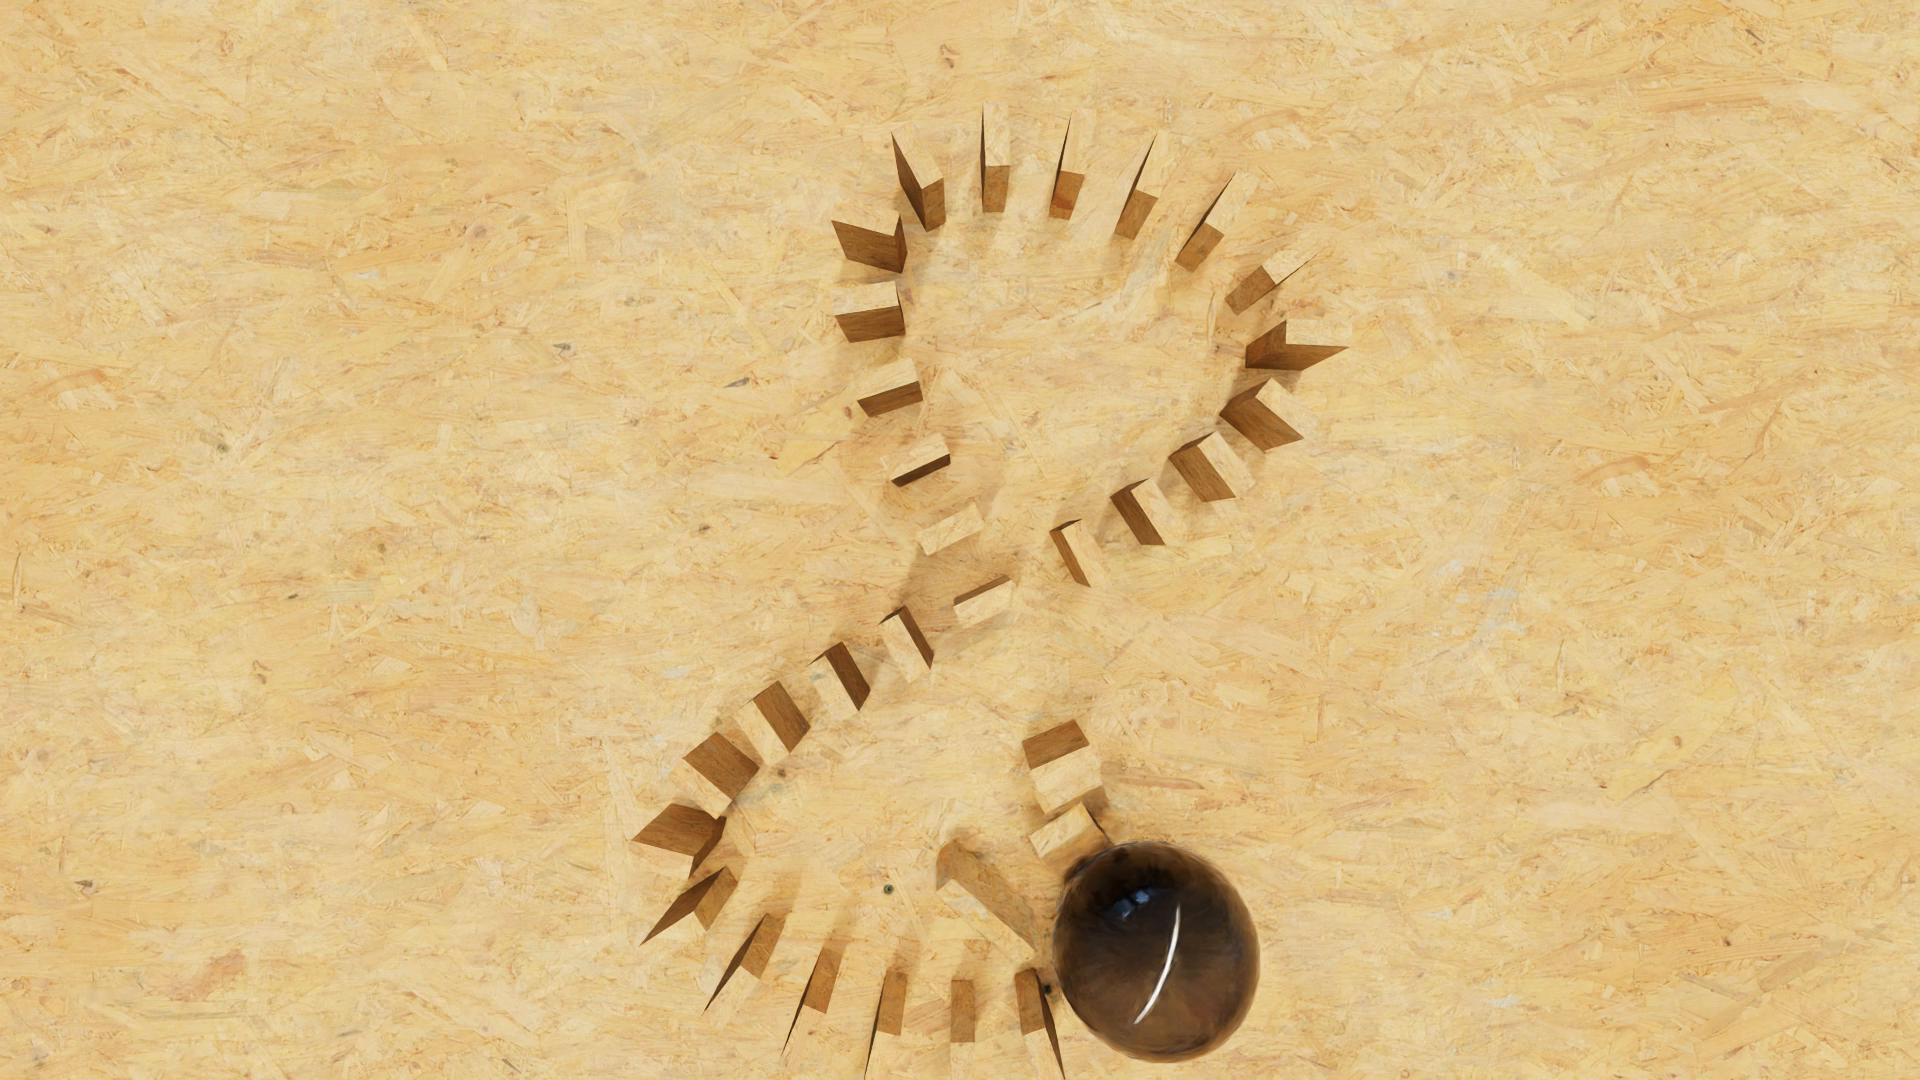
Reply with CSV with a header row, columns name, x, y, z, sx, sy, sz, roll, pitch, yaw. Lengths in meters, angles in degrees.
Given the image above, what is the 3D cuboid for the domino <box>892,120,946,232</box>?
name,x,y,z,sx,sy,sz,roll,pitch,yaw
domino,-0.016,-0.147,0.375,0.010,0.050,0.025,-28,90,0

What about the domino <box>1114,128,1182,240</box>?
name,x,y,z,sx,sy,sz,roll,pitch,yaw
domino,0.076,-0.144,0.375,0.009,0.050,0.025,21,90,0

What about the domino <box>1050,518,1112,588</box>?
name,x,y,z,sx,sy,sz,roll,pitch,yaw
domino,0.049,0.005,0.375,0.009,0.050,0.025,-28,90,0

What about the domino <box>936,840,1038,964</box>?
name,x,y,z,sx,sy,sz,roll,pitch,yaw
domino,0.011,0.150,0.381,0.010,0.025,0.050,-42,104,14

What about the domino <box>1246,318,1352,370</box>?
name,x,y,z,sx,sy,sz,roll,pitch,yaw
domino,0.137,-0.079,0.375,0.025,0.050,0.009,3,90,0

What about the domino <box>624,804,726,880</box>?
name,x,y,z,sx,sy,sz,roll,pitch,yaw
domino,-0.115,0.123,0.375,0.025,0.050,0.010,15,90,0

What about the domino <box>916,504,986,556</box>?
name,x,y,z,sx,sy,sz,roll,pitch,yaw
domino,-0.003,-0.004,0.375,0.025,0.050,0.010,-27,90,0

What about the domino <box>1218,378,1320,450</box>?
name,x,y,z,sx,sy,sz,roll,pitch,yaw
domino,0.125,-0.050,0.375,0.025,0.050,0.010,40,90,0

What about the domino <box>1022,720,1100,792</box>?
name,x,y,z,sx,sy,sz,roll,pitch,yaw
domino,0.040,0.087,0.375,0.025,0.050,0.010,-23,90,0

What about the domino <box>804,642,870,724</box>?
name,x,y,z,sx,sy,sz,roll,pitch,yaw
domino,-0.049,0.057,0.375,0.009,0.050,0.025,-30,90,0

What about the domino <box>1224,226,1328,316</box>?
name,x,y,z,sx,sy,sz,roll,pitch,yaw
domino,0.128,-0.109,0.375,0.025,0.050,0.009,-37,90,0

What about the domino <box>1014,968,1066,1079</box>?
name,x,y,z,sx,sy,sz,roll,pitch,yaw
domino,0.032,0.200,0.375,0.009,0.050,0.025,-20,90,0

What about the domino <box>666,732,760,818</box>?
name,x,y,z,sx,sy,sz,roll,pitch,yaw
domino,-0.100,0.095,0.375,0.025,0.050,0.009,40,90,0

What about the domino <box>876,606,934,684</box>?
name,x,y,z,sx,sy,sz,roll,pitch,yaw
domino,-0.022,0.042,0.375,0.009,0.050,0.025,-30,90,0

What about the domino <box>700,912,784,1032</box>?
name,x,y,z,sx,sy,sz,roll,pitch,yaw
domino,-0.088,0.175,0.375,0.009,0.050,0.025,37,90,0

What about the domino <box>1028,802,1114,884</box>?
name,x,y,z,sx,sy,sz,roll,pitch,yaw
domino,0.048,0.127,0.378,0.025,0.050,0.009,-33,50,0

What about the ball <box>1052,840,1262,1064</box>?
name,x,y,z,sx,sy,sz,roll,pitch,yaw
ball,0.076,0.160,0.360,0.080,0.080,0.080,0,90,0

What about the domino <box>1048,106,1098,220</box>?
name,x,y,z,sx,sy,sz,roll,pitch,yaw
domino,0.046,-0.153,0.375,0.010,0.050,0.025,11,90,0

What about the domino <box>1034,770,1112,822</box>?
name,x,y,z,sx,sy,sz,roll,pitch,yaw
domino,0.047,0.107,0.376,0.025,0.050,0.010,-26,60,0

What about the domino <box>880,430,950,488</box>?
name,x,y,z,sx,sy,sz,roll,pitch,yaw
domino,-0.017,-0.032,0.375,0.025,0.050,0.009,-25,90,0

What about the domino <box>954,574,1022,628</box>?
name,x,y,z,sx,sy,sz,roll,pitch,yaw
domino,0.011,0.025,0.375,0.025,0.050,0.010,-25,90,0

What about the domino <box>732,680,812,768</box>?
name,x,y,z,sx,sy,sz,roll,pitch,yaw
domino,-0.076,0.074,0.375,0.010,0.050,0.025,-35,90,0

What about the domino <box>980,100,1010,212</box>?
name,x,y,z,sx,sy,sz,roll,pitch,yaw
domino,0.014,-0.156,0.375,0.009,0.050,0.025,-3,90,0

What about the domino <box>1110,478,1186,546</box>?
name,x,y,z,sx,sy,sz,roll,pitch,yaw
domino,0.076,-0.011,0.375,0.010,0.050,0.025,-33,90,0

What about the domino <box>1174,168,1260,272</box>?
name,x,y,z,sx,sy,sz,roll,pitch,yaw
domino,0.104,-0.130,0.375,0.010,0.050,0.025,33,90,0

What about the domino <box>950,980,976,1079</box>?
name,x,y,z,sx,sy,sz,roll,pitch,yaw
domino,0.001,0.204,0.375,0.010,0.050,0.025,0,90,0

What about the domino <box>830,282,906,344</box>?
name,x,y,z,sx,sy,sz,roll,pitch,yaw
domino,-0.037,-0.092,0.375,0.025,0.050,0.009,-9,90,0

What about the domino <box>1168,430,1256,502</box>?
name,x,y,z,sx,sy,sz,roll,pitch,yaw
domino,0.102,-0.029,0.375,0.010,0.050,0.025,-37,90,0

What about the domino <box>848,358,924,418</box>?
name,x,y,z,sx,sy,sz,roll,pitch,yaw
domino,-0.029,-0.062,0.375,0.025,0.050,0.009,-18,90,0

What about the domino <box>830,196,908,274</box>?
name,x,y,z,sx,sy,sz,roll,pitch,yaw
domino,-0.036,-0.124,0.375,0.025,0.050,0.009,15,90,0

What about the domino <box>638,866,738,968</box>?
name,x,y,z,sx,sy,sz,roll,pitch,yaw
domino,-0.110,0.153,0.375,0.025,0.050,0.009,-33,90,0

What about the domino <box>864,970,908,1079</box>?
name,x,y,z,sx,sy,sz,roll,pitch,yaw
domino,-0.030,0.201,0.375,0.010,0.050,0.025,14,90,0

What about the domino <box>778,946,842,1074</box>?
name,x,y,z,sx,sy,sz,roll,pitch,yaw
domino,-0.060,0.191,0.375,0.010,0.050,0.025,23,90,0
